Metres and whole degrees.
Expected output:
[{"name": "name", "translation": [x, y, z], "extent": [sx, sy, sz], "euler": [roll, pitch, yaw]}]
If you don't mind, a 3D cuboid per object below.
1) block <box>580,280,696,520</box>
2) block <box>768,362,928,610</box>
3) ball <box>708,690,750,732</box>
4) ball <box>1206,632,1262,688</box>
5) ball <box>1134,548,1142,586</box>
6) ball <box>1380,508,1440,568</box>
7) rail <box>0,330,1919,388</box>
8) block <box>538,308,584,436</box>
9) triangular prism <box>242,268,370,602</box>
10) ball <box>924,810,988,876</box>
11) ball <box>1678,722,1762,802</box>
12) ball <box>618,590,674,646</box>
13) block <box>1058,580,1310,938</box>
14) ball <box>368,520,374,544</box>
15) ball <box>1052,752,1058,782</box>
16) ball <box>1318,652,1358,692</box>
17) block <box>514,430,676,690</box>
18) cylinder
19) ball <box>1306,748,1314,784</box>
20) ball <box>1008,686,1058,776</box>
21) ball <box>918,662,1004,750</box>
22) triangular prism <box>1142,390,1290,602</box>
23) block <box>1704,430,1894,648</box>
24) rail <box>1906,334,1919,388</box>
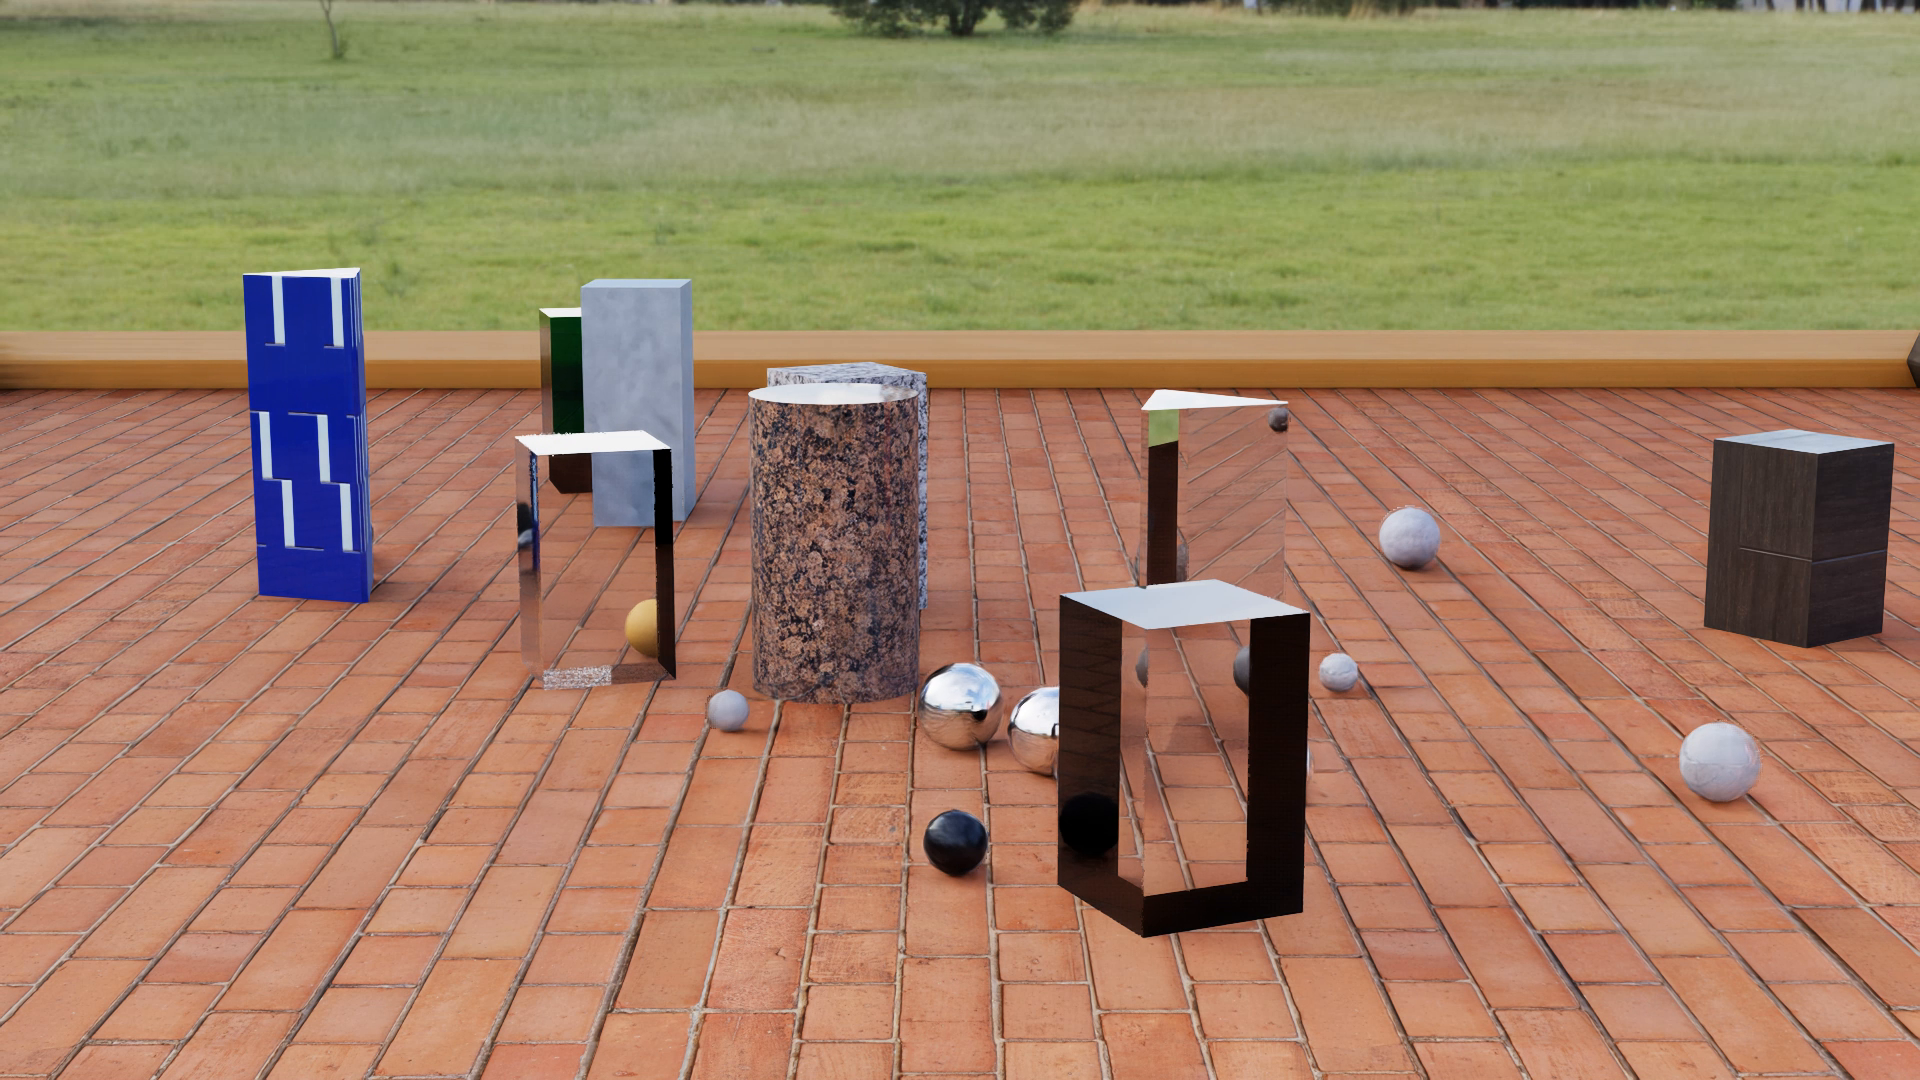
[{"name": "block", "translation": [-0.524, -0.231, 4.202], "extent": [0.159, 0.378, 0.159], "euler": [0, 10, 1]}, {"name": "block", "translation": [-0.153, -0.070, 3.485], "extent": [0.159, 0.321, 0.159], "euler": [-6, 12, -30]}, {"name": "ball", "translation": [-0.257, 0.189, 2.839], "extent": [0.046, 0.046, 0.046], "euler": [0, 10, 0]}, {"name": "ball", "translation": [0.324, 0.142, 3.039], "extent": [0.066, 0.066, 0.066], "euler": [0, 10, 0]}, {"name": "ball", "translation": [0.285, 0.043, 3.484], "extent": [0.099, 0.099, 0.099], "euler": [0, 10, 0]}, {"name": "ball", "translation": [0.659, -0.002, 3.757], "extent": [0.089, 0.089, 0.089], "euler": [0, 10, 0]}, {"name": "rail", "translation": [-0.014, -0.409, 5.838], "extent": [4.422, 0.129, 0.045], "euler": [0, 10, 0]}, {"name": "block", "translation": [-0.651, -0.254, 4.539], "extent": [0.159, 0.300, 0.159], "euler": [-3, 11, -16]}, {"name": "triangular prism", "translation": [-0.872, -0.151, 3.578], "extent": [0.172, 0.446, 0.149], "euler": [4, 11, 19]}, {"name": "ball", "translation": [-0.004, 0.276, 2.337], "extent": [0.059, 0.059, 0.059], "euler": [0, 10, 0]}, {"name": "ball", "translation": [0.761, 0.222, 2.570], "extent": [0.080, 0.080, 0.080], "euler": [0, 10, 0]}, {"name": "ball", "translation": [-0.400, 0.099, 3.258], "extent": [0.071, 0.071, 0.071], "euler": [0, 10, 0]}, {"name": "block", "translation": [0.193, 0.186, 2.248], "extent": [0.159, 0.267, 0.159], "euler": [-5, 12, -24]}, {"name": "ball", "translation": [-0.916, -0.010, 3.853], "extent": [0.068, 0.068, 0.068], "euler": [0, 10, 0]}, {"name": "ball", "translation": [0.119, 0.230, 2.605], "extent": [0.051, 0.051, 0.051], "euler": [0, 10, 0]}, {"name": "ball", "translation": [0.445, 0.156, 3.018], "extent": [0.047, 0.047, 0.047], "euler": [0, 10, 0]}, {"name": "block", "translation": [-0.442, 0.021, 3.104], "extent": [0.159, 0.281, 0.159], "euler": [-4, 11, -19]}, {"name": "cylinder", "translation": [-0.147, 0.000, 3.028], "extent": [0.199, 0.349, 0.199], "euler": [0, 10, 0]}, {"name": "ball", "translation": [0.326, 0.227, 2.591], "extent": [0.061, 0.061, 0.061], "euler": [0, 10, 0]}, {"name": "ball", "translation": [0.095, 0.198, 2.664], "extent": [0.092, 0.092, 0.092], "euler": [0, 10, 0]}, {"name": "ball", "translation": [0.001, 0.179, 2.764], "extent": [0.094, 0.094, 0.094], "euler": [0, 10, 0]}, {"name": "triangular prism", "translation": [0.252, 0.022, 2.865], "extent": [0.172, 0.365, 0.149], "euler": [-4, 11, -20]}, {"name": "block", "translation": [1.089, -0.005, 3.332], "extent": [0.159, 0.249, 0.159], "euler": [-7, 13, -35]}, {"name": "rail", "translation": [2.187, 0.031, 3.461], "extent": [0.045, 0.129, 4.906], "euler": [0, 10, 0]}]
